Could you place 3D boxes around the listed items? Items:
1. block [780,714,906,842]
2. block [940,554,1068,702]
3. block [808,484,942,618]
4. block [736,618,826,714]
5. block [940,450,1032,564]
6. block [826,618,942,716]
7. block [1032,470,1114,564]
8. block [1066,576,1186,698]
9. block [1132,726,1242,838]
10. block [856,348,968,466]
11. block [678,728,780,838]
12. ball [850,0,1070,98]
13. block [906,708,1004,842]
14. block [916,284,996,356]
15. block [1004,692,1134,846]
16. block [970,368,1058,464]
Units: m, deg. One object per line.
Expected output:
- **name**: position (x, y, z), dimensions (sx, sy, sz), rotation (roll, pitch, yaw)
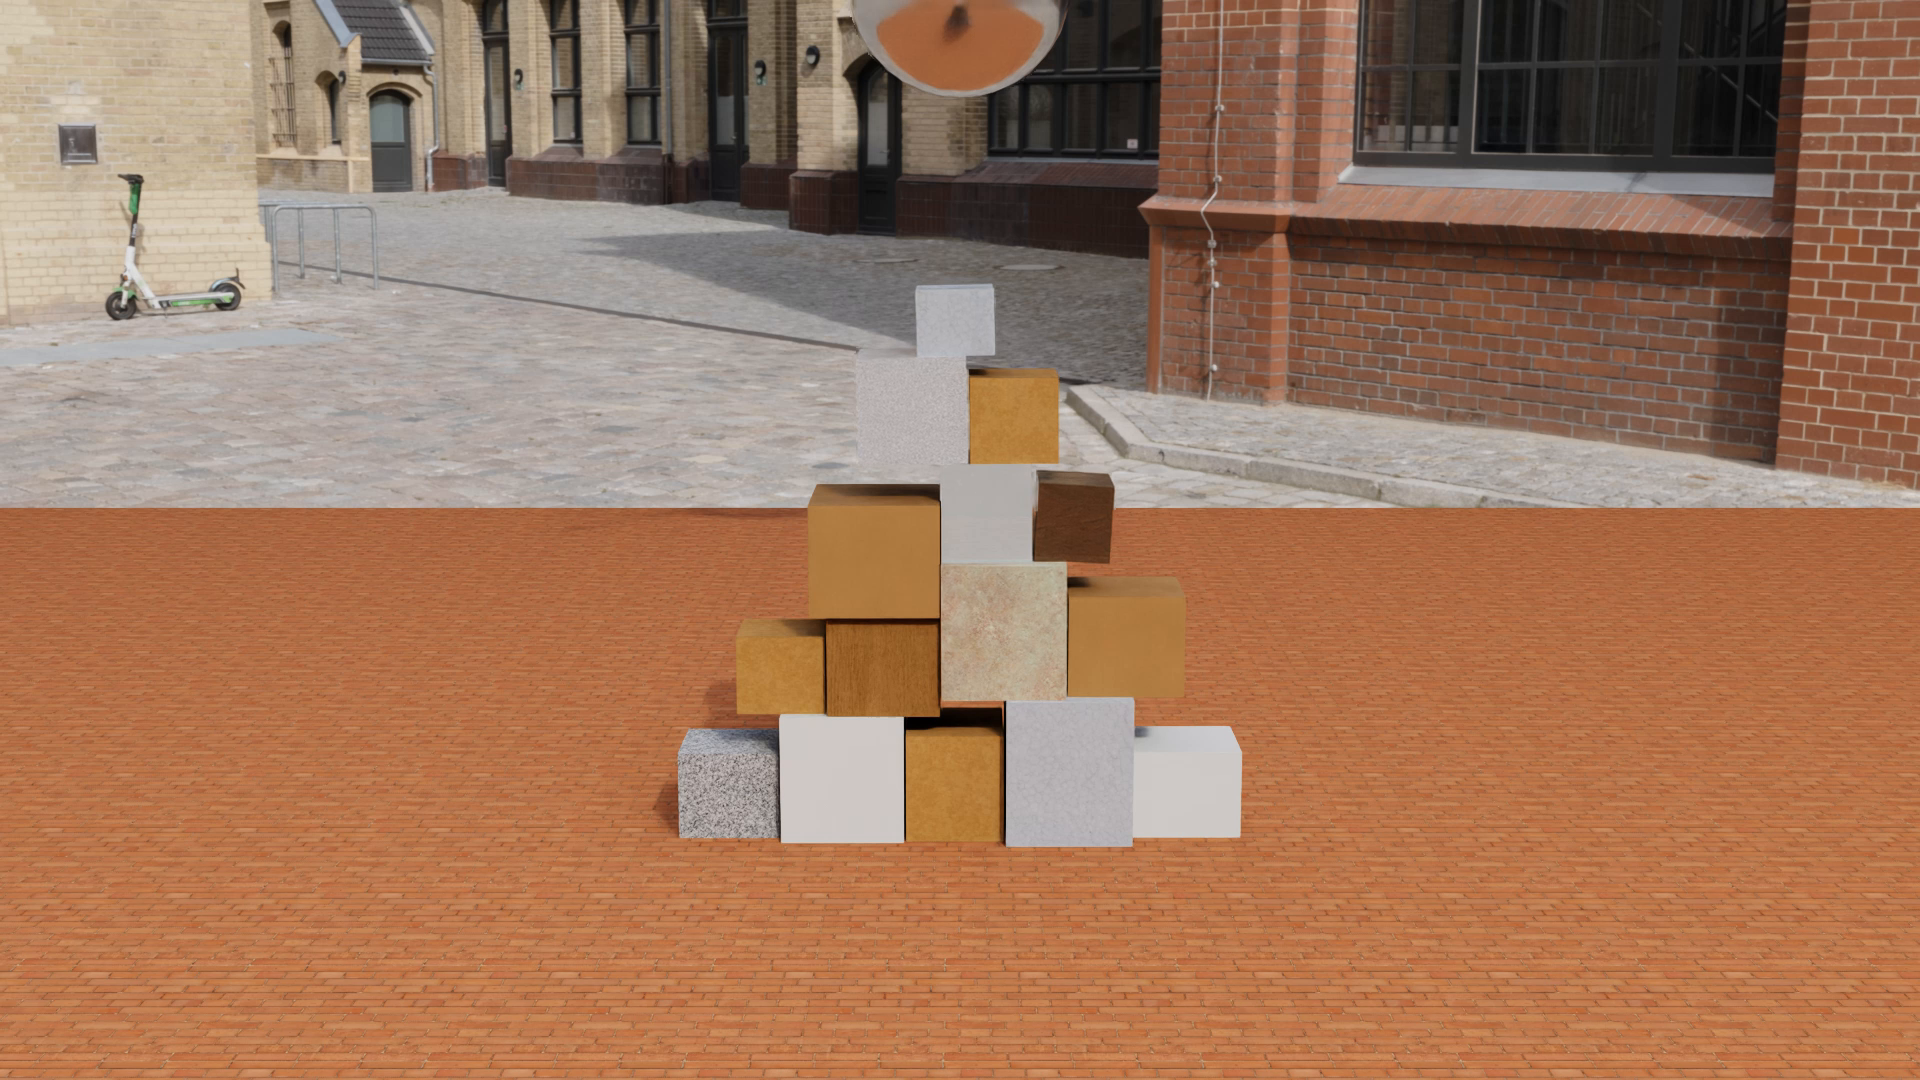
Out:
- **block**: position (-0.594, 1.159, 11.377), dimensions (0.623, 0.649, 0.619), rotation (0, 10, 0)
- **block**: position (0.219, 0.403, 11.264), dimensions (0.622, 0.683, 0.715), rotation (0, 10, 0)
- **block**: position (-0.425, 0.048, 11.200), dimensions (0.649, 0.565, 0.696), rotation (0, 10, 0)
- **block**: position (-0.902, 0.645, 11.280), dimensions (0.447, 0.398, 0.428), rotation (0, 10, 0)
- **block**: position (0.131, -0.176, 11.160), dimensions (0.453, 0.495, 0.535), rotation (0, 10, 0)
- **block**: position (-0.384, 0.585, 11.273), dimensions (0.568, 0.518, 0.544), rotation (0, 10, 0)
- **block**: position (0.569, -0.121, 11.156), dimensions (0.376, 0.387, 0.454), rotation (3, 10, -1)
- **block**: position (0.834, 0.491, 11.253), dimensions (0.583, 0.514, 0.524), rotation (0, 10, 0)
- **block**: position (1.154, 1.252, 11.427), dimensions (0.550, 0.449, 0.507), rotation (0, 10, 0)
- **block**: position (-0.237, -0.678, 11.077), dimensions (0.541, 0.531, 0.532), rotation (-1, 10, 0)
- **block**: position (-1.173, 1.257, 11.402), dimensions (0.514, 0.446, 0.482), rotation (0, 10, 0)
- **ball**: position (0.000, -3.970, 15.698), dimensions (1.600, 1.600, 1.600), rotation (0, 10, 0)
- **block**: position (-0.026, 1.207, 11.389), dimensions (0.495, 0.551, 0.580), rotation (0, 10, 0)
- **block**: position (-0.023, -1.097, 10.963), dimensions (0.383, 0.324, 0.383), rotation (-1, 10, 0)
- **block**: position (0.550, 1.109, 11.377), dimensions (0.637, 0.747, 0.749), rotation (0, 10, 0)
- **block**: position (0.268, -0.626, 11.052), dimensions (0.439, 0.426, 0.447), rotation (0, 10, 0)
